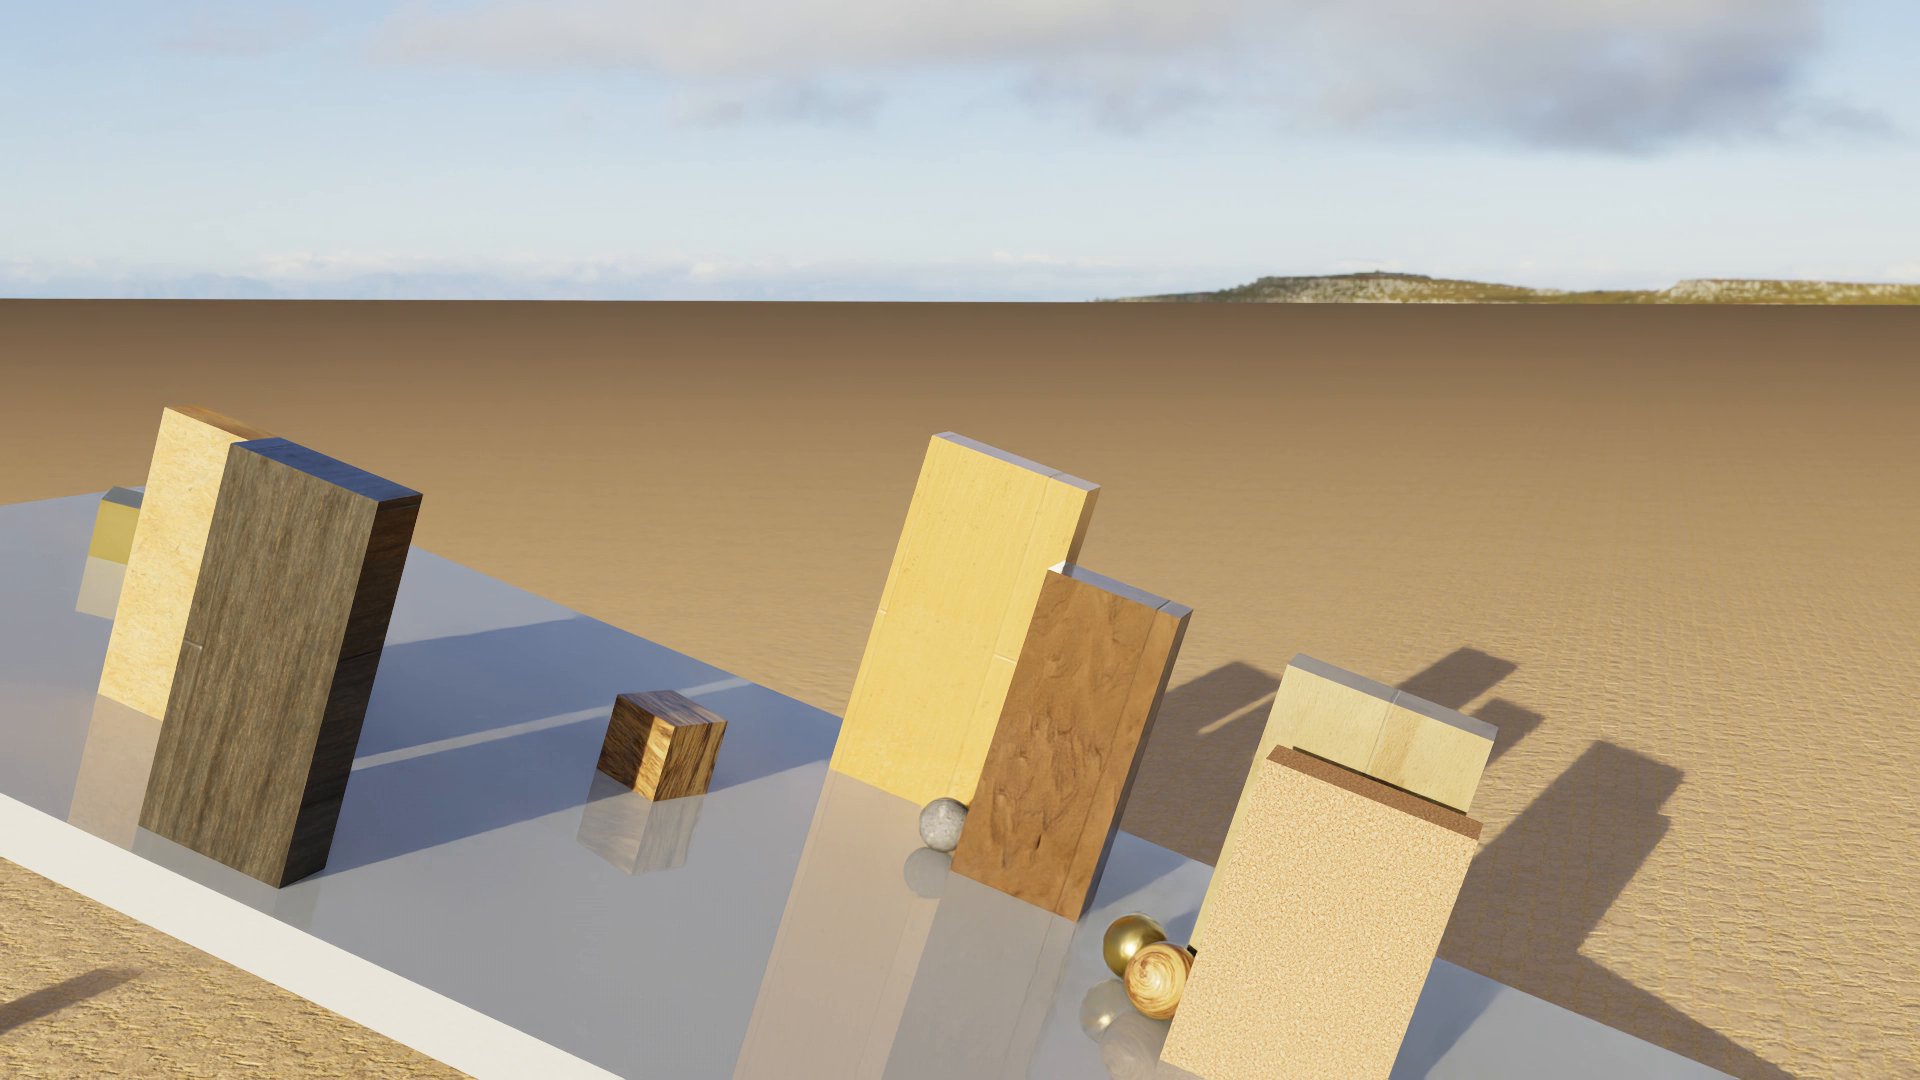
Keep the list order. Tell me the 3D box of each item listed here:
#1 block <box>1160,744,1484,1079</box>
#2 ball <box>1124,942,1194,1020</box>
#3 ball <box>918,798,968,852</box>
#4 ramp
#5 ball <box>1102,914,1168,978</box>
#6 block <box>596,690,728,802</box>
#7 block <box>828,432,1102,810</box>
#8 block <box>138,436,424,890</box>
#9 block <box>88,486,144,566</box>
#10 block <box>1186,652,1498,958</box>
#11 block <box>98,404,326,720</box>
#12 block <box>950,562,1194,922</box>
[{"bbox_3d":[0.628,0.702,3.840,0.377,0.580,0.127,21,12,14],"label":"block"},{"bbox_3d":[0.374,0.811,4.047,0.143,0.143,0.143,0,7,0],"label":"ball"},{"bbox_3d":[-0.030,0.589,4.553,0.112,0.112,0.112,0,7,0],"label":"ball"},{"bbox_3d":[-0.356,0.671,4.225,4.000,0.100,2.000,21,12,14],"label":"ramp"},{"bbox_3d":[0.333,0.773,4.170,0.127,0.127,0.127,0,7,0],"label":"ball"},{"bbox_3d":[-0.599,0.411,4.421,0.161,0.161,0.161,25,14,31],"label":"block"},{"bbox_3d":[0.007,0.193,4.786,0.359,0.778,0.124,21,12,14],"label":"block"},{"bbox_3d":[-1.085,0.193,3.503,0.272,0.654,0.129,21,12,14],"label":"block"},{"bbox_3d":[-1.796,-0.026,4.768,0.128,0.128,0.128,15,12,-12],"label":"block"},{"bbox_3d":[0.686,0.608,4.071,0.386,0.696,0.135,21,12,14],"label":"block"},{"bbox_3d":[-1.293,0.085,3.948,0.406,0.550,0.092,21,12,14],"label":"block"},{"bbox_3d":[0.222,0.404,4.429,0.281,0.657,0.129,21,12,14],"label":"block"}]
